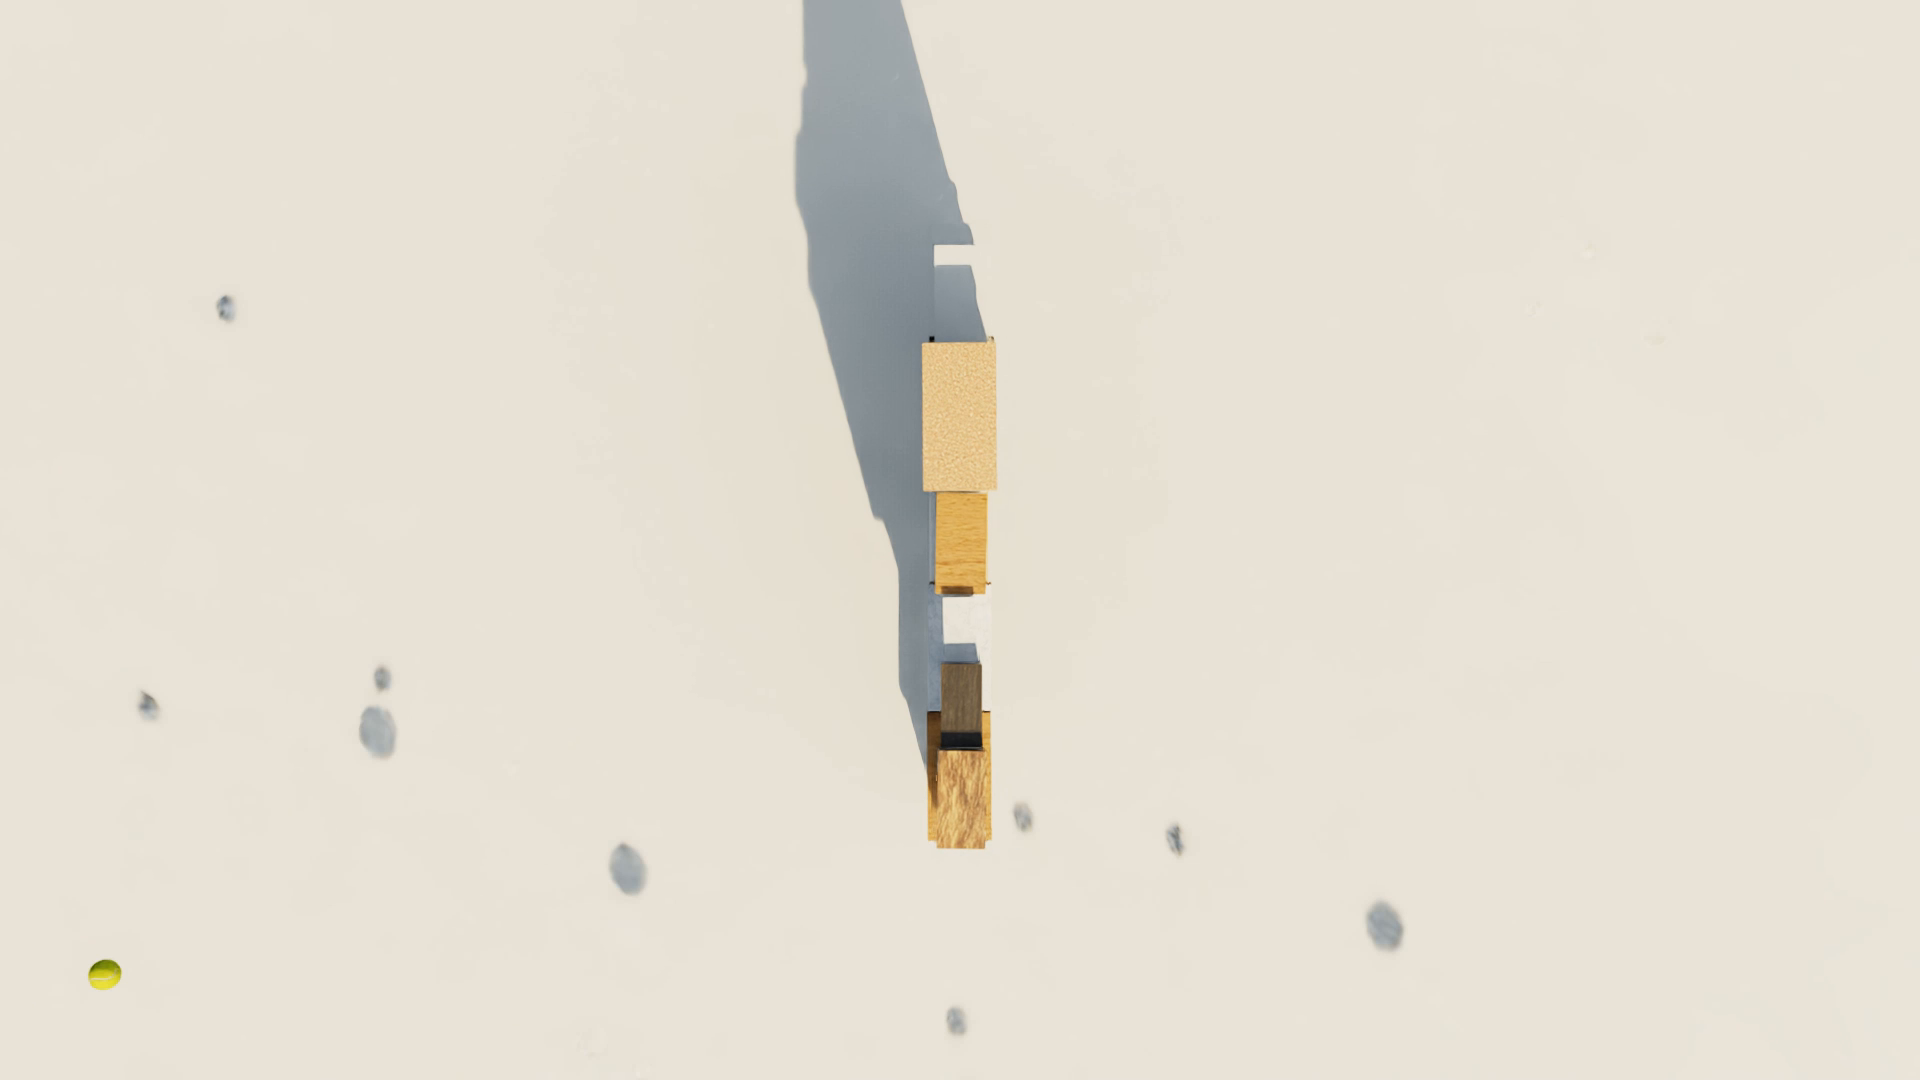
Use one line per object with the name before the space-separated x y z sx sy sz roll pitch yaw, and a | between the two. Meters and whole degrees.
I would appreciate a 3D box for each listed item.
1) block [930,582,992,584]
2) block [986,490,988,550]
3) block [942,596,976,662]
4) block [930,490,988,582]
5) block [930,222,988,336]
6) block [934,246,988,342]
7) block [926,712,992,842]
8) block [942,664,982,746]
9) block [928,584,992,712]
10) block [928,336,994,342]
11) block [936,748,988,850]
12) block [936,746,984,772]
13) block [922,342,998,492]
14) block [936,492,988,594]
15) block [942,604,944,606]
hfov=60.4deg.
block | 0.002 0.296 4.714 0.176 0.050 0.352 0 90 0
block | 0.004 0.005 5.148 0.164 0.047 0.328 0 90 0
block | -0.001 0.206 3.815 0.074 0.021 0.149 -1 90 0
block | -0.005 -0.041 4.118 0.143 0.041 0.286 0 90 0
block | -0.002 -0.677 4.331 0.152 0.043 0.303 0 90 0
block | 0.002 -0.576 3.938 0.125 0.035 0.250 0 90 0
block | -0.002 0.570 3.992 0.154 0.044 0.309 0 90 0
block | 0.004 0.377 3.769 0.094 0.027 0.188 0 90 0
block | -0.001 0.260 3.996 0.153 0.043 0.306 0 90 0
block | 0.003 -0.354 4.230 0.166 0.047 0.332 0 90 0
block | 0.004 0.586 3.734 0.110 0.031 0.221 1 90 -1
block | 0.001 0.512 3.860 0.110 0.221 0.031 0 90 0
block | 0.000 -0.279 3.741 0.167 0.047 0.333 0 90 0
block | 0.003 0.008 3.846 0.117 0.033 0.235 1 90 0
block | -0.002 0.156 3.900 0.074 0.149 0.021 0 90 0
